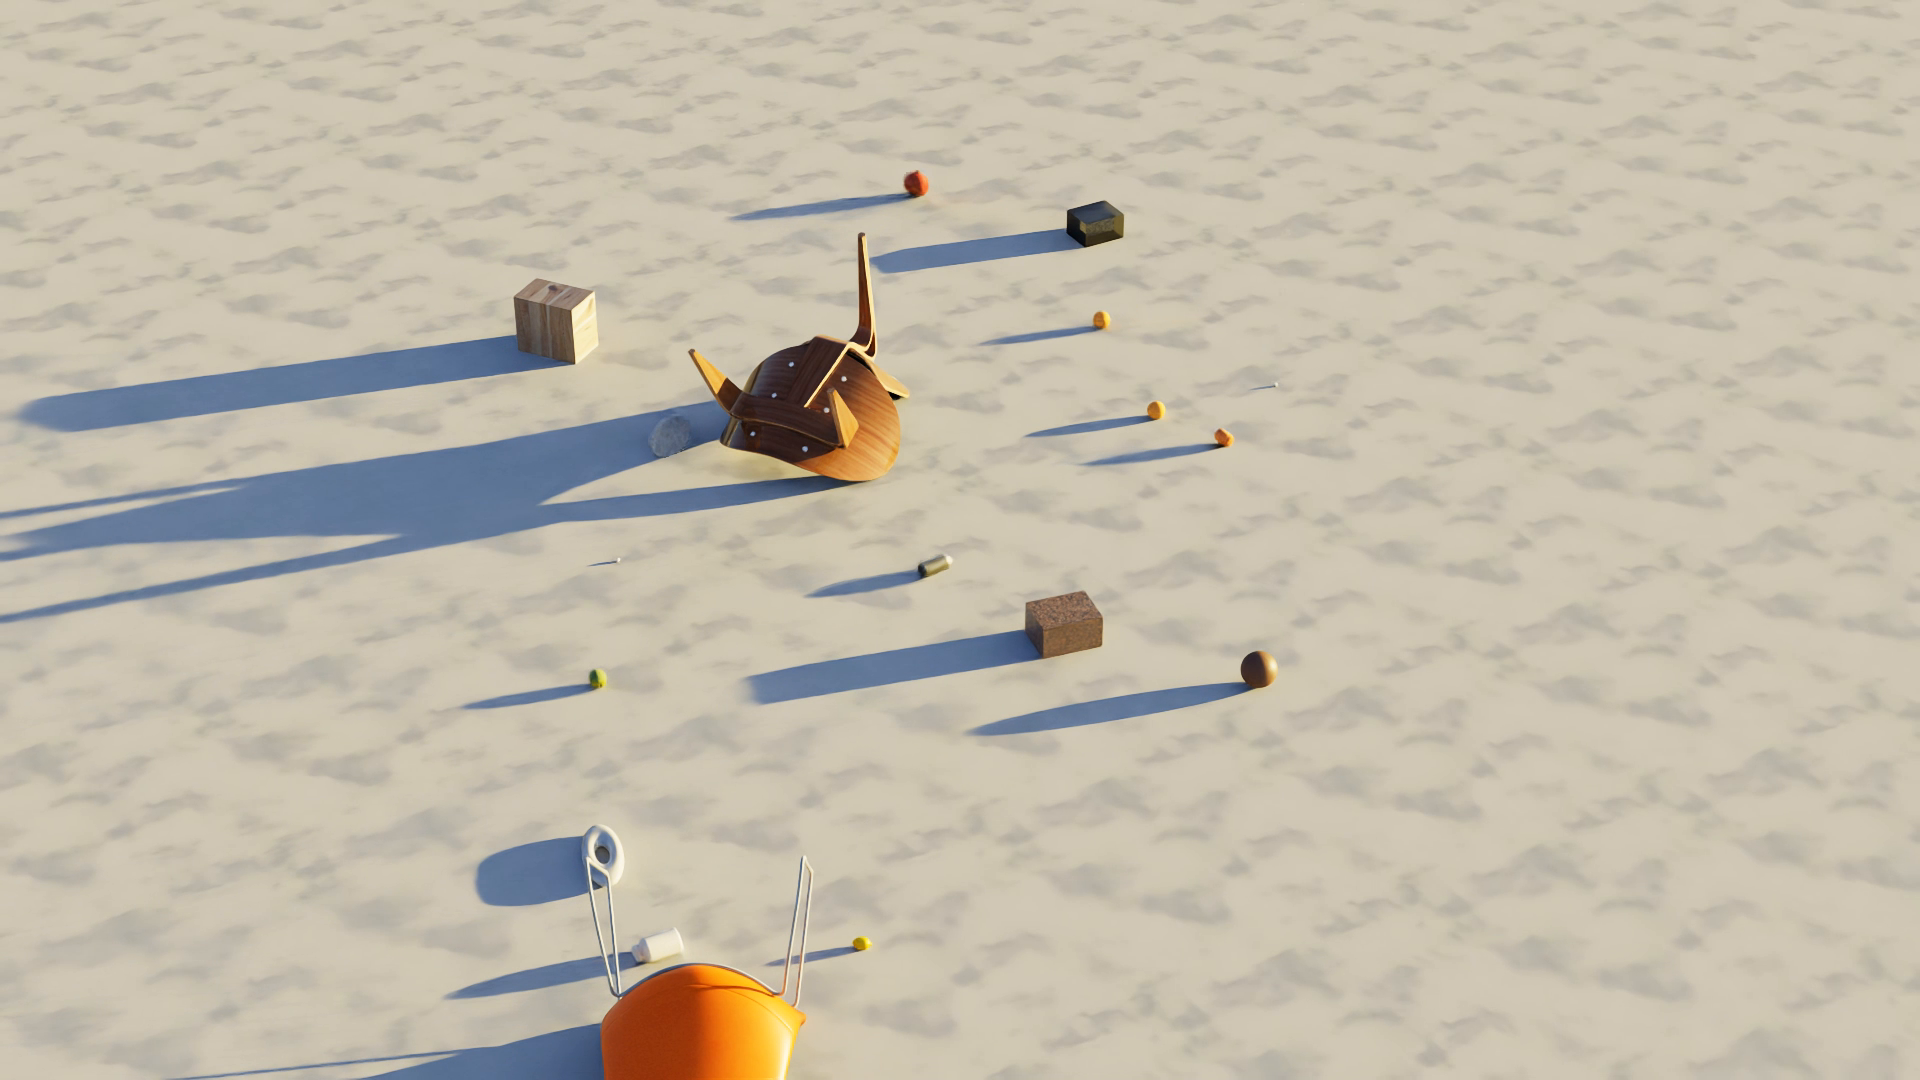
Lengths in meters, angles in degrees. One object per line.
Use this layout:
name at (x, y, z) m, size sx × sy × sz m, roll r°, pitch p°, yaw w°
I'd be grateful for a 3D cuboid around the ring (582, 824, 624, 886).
ring at (-1.142, 1.008, 9.372) m, size 0.133 × 0.047 × 0.309 m, roll -8°, pitch 34°, yaw -10°

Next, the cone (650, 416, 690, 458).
cone at (-1.176, -0.409, 11.504) m, size 0.193 × 0.140 × 0.165 m, roll -46°, pitch 27°, yaw -24°

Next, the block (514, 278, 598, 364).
block at (-1.665, -0.903, 12.085) m, size 0.277 × 0.252 × 0.179 m, roll 14°, pitch 36°, yaw 20°

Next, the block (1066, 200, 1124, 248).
block at (0.598, -1.398, 12.962) m, size 0.197 × 0.114 × 0.161 m, roll -17°, pitch 37°, yaw -24°

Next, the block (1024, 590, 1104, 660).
block at (0.367, 0.299, 10.375) m, size 0.225 × 0.127 × 0.177 m, roll -11°, pitch 35°, yaw -17°
